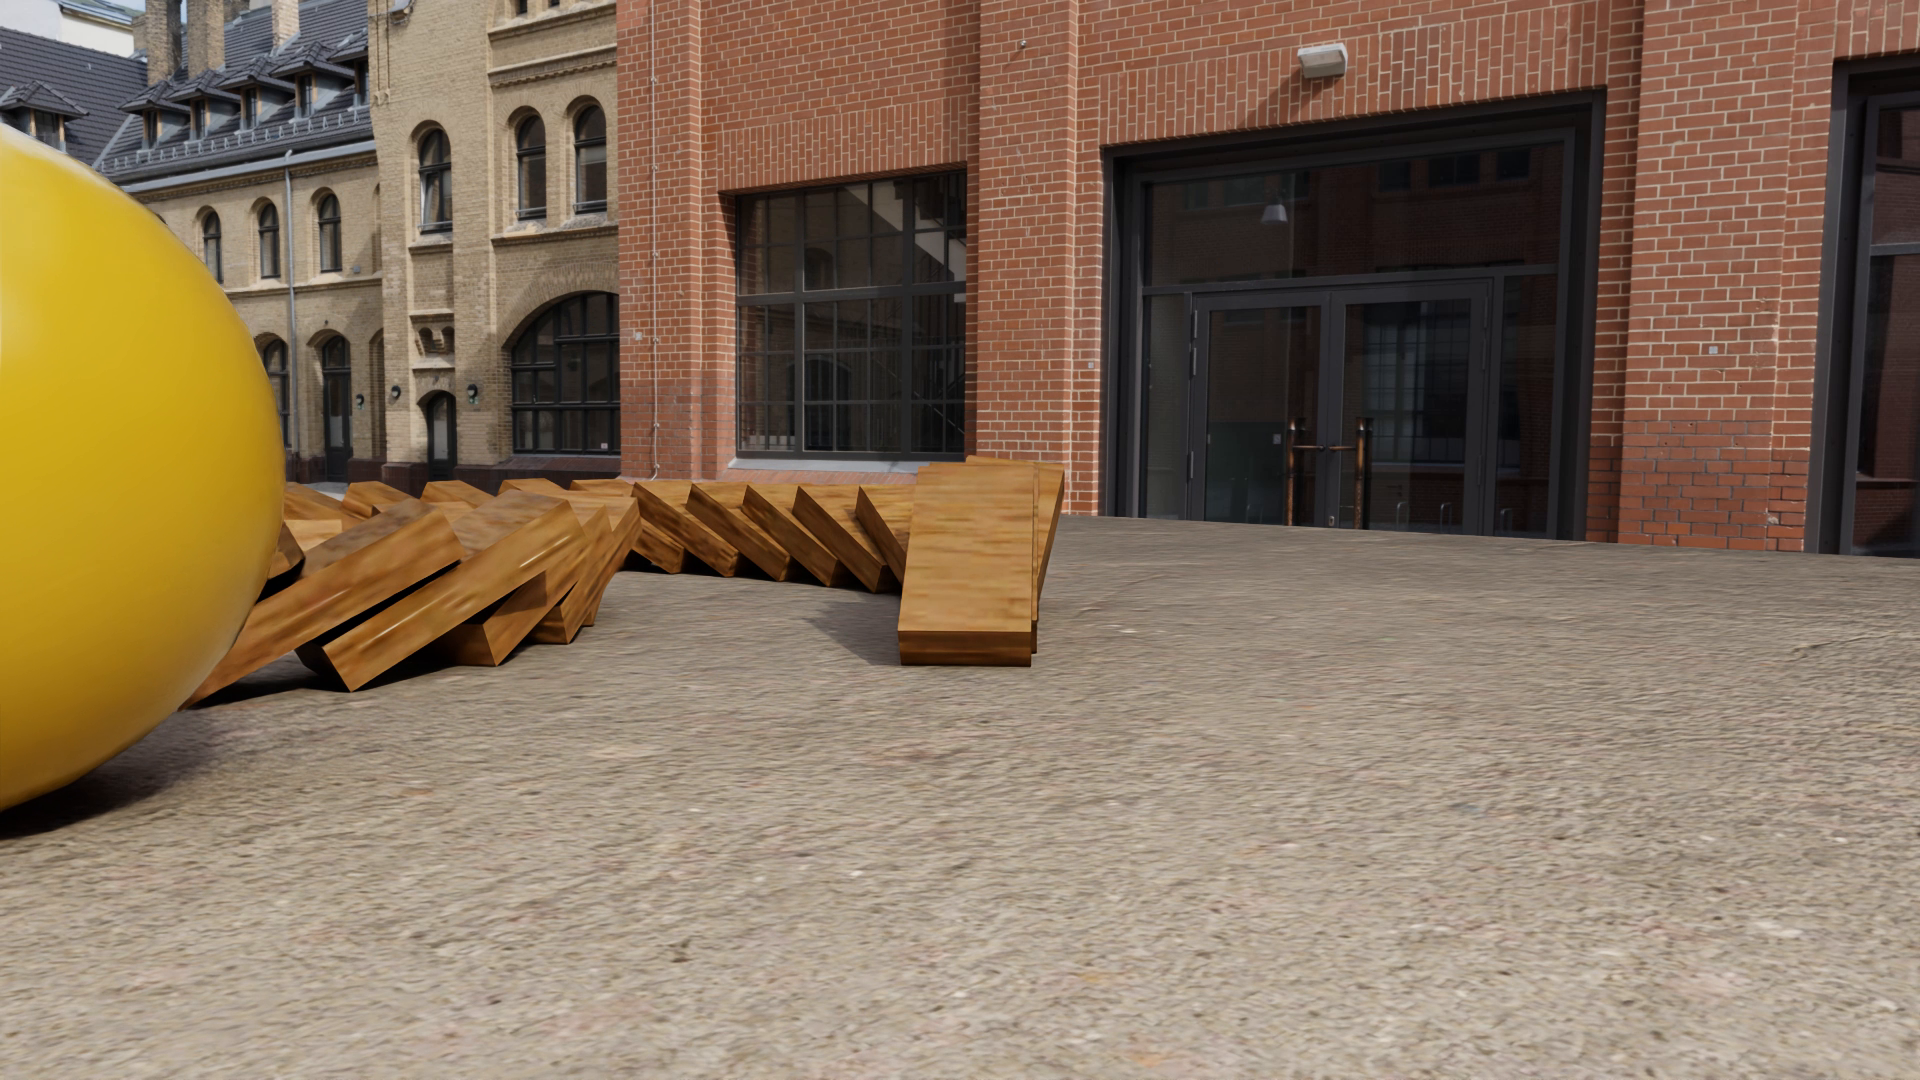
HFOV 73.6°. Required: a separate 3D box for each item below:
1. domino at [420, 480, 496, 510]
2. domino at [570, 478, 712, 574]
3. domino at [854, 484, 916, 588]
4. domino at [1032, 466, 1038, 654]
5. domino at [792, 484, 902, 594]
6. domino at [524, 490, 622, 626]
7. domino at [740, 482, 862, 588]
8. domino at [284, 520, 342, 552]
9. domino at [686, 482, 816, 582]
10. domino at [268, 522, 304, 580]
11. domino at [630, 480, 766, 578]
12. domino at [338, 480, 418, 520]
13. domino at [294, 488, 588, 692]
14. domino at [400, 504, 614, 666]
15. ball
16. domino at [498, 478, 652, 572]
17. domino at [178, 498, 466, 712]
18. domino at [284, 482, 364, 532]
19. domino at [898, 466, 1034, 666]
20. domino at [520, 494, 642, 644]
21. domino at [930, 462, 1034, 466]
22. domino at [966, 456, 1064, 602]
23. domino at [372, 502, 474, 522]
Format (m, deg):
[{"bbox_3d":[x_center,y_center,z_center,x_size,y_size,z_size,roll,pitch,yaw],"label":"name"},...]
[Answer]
[{"bbox_3d":[-0.156,-0.005,0.439,0.050,0.010,0.025,25,5,0],"label":"domino"},{"bbox_3d":[-0.107,-0.005,0.437,0.050,0.009,0.025,29,15,21],"label":"domino"},{"bbox_3d":[-0.010,0.000,0.368,0.025,0.009,0.050,-2,31,-24],"label":"domino"},{"bbox_3d":[0.004,0.003,0.277,0.025,0.009,0.050,0,41,4],"label":"domino"},{"bbox_3d":[-0.027,-0.001,0.386,0.025,0.009,0.050,-3,31,-38],"label":"domino"},{"bbox_3d":[-0.100,0.004,0.317,0.025,0.009,0.050,1,30,-5],"label":"domino"},{"bbox_3d":[-0.044,-0.002,0.402,0.025,0.009,0.050,-4,31,-44],"label":"domino"},{"bbox_3d":[-0.182,0.007,0.321,0.050,0.010,0.025,-2,-35,-27],"label":"domino"},{"bbox_3d":[-0.064,-0.004,0.416,0.050,0.009,0.025,34,24,33],"label":"domino"},{"bbox_3d":[-0.135,0.011,0.210,0.050,0.010,0.025,-30,15,-18],"label":"domino"},{"bbox_3d":[-0.084,-0.005,0.428,0.050,0.010,0.025,32,20,28],"label":"domino"},{"bbox_3d":[-0.180,-0.005,0.434,0.050,0.009,0.025,25,1,-7],"label":"domino"},{"bbox_3d":[-0.098,0.008,0.241,0.025,0.009,0.050,9,38,46],"label":"domino"},{"bbox_3d":[-0.096,0.008,0.267,0.025,0.010,0.050,1,29,14],"label":"domino"},{"bbox_3d":[-0.118,-0.008,0.139,0.080,0.080,0.080,0,4,0],"label":"ball"},{"bbox_3d":[-0.131,-0.006,0.441,0.050,0.009,0.025,27,10,11],"label":"domino"},{"bbox_3d":[-0.114,0.010,0.224,0.050,0.009,0.025,-34,23,-27],"label":"domino"},{"bbox_3d":[-0.203,-0.004,0.427,0.050,0.009,0.025,25,-2,-13],"label":"domino"},{"bbox_3d":[0.002,0.004,0.262,0.025,0.009,0.050,0,41,4],"label":"domino"},{"bbox_3d":[-0.093,0.006,0.293,0.025,0.010,0.050,2,29,6],"label":"domino"},{"bbox_3d":[0.004,0.001,0.294,0.025,0.010,0.050,0,41,4],"label":"domino"},{"bbox_3d":[0.009,0.000,0.310,0.025,0.010,0.050,6,42,10],"label":"domino"},{"bbox_3d":[-0.129,0.004,0.331,0.050,0.009,0.025,30,23,37],"label":"domino"}]
